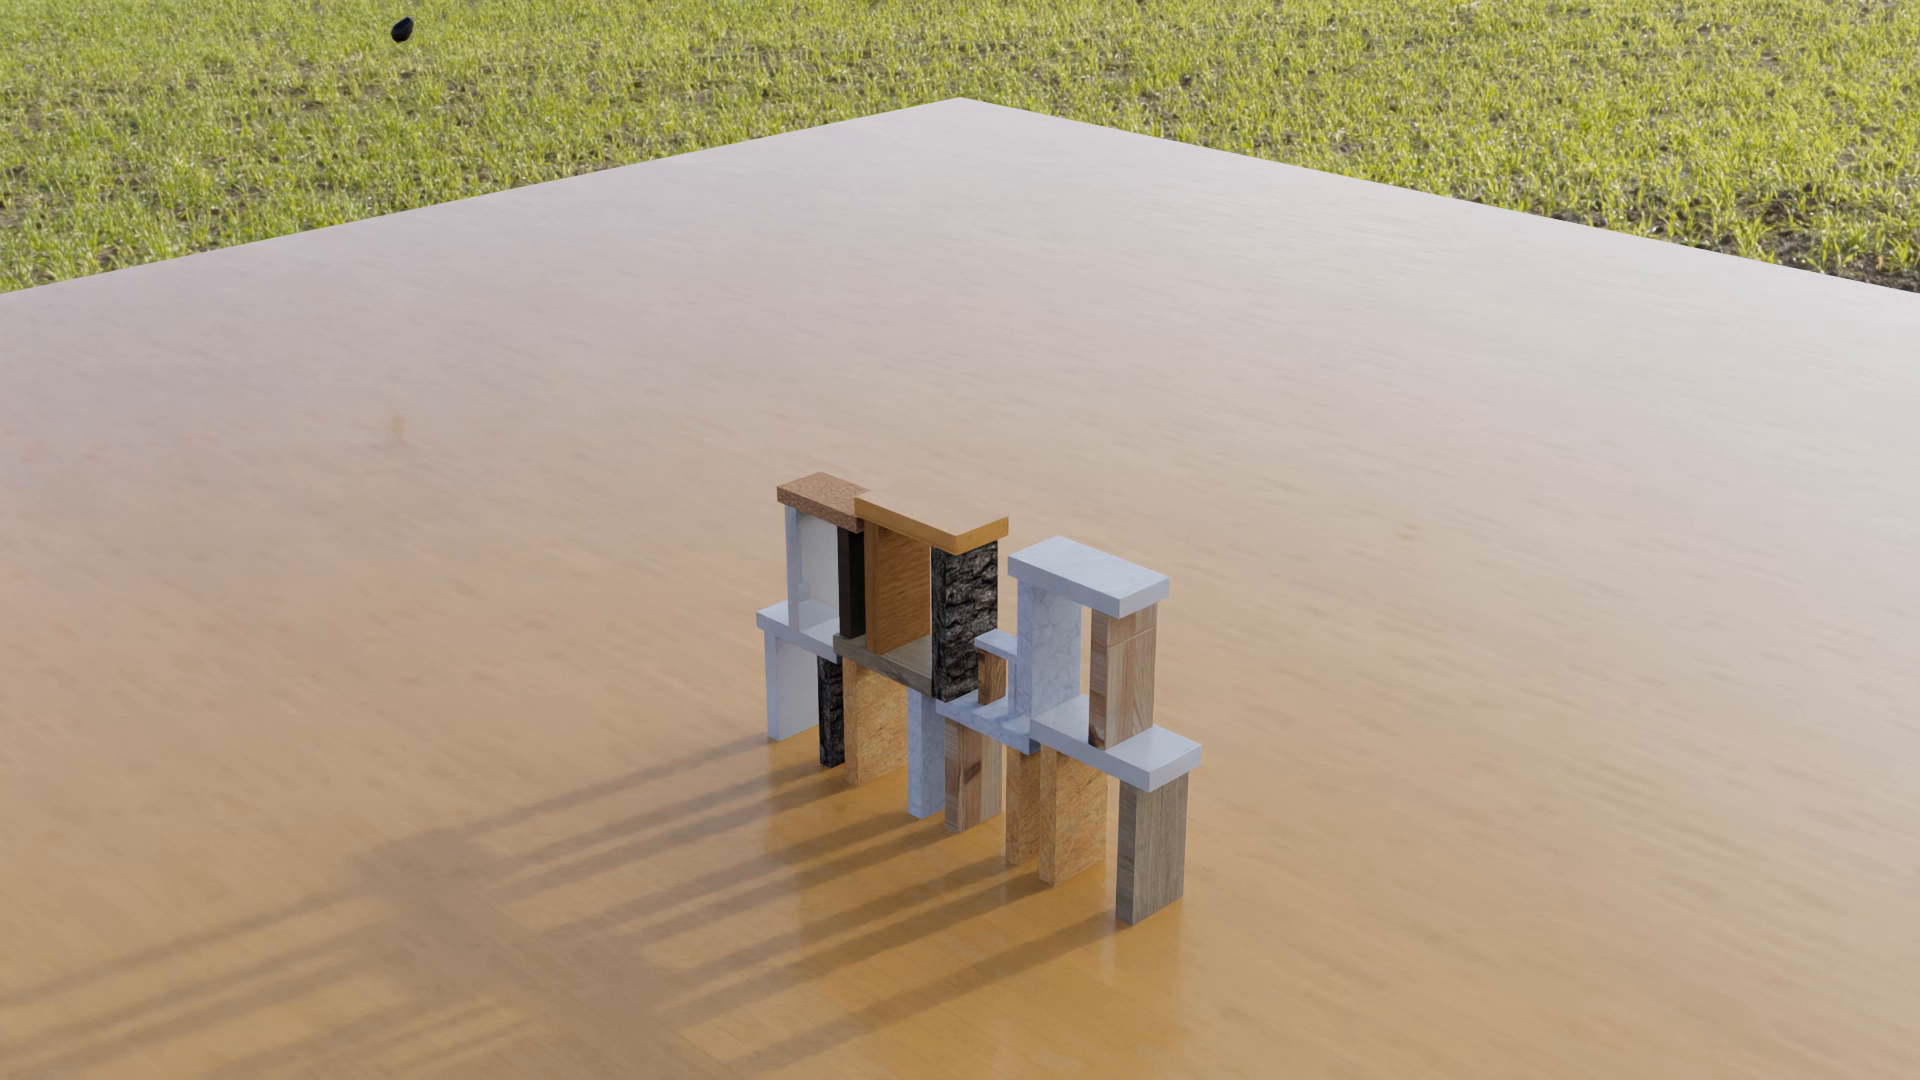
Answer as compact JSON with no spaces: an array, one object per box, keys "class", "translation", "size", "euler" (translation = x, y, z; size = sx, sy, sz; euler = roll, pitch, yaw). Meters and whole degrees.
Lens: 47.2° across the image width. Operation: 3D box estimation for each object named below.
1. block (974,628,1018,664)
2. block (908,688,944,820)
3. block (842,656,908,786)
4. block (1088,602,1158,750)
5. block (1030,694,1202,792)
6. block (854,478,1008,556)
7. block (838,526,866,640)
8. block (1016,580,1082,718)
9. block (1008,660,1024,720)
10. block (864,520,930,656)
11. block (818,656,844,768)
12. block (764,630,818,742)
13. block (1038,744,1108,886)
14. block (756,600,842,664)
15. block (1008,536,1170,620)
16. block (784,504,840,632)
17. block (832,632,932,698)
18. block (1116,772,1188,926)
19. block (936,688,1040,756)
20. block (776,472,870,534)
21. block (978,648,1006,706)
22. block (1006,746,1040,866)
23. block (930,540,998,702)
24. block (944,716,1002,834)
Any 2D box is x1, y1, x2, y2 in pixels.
[{"class":"block","translation":[0.091,0.204,4.215],"size":[0.060,0.017,0.120],"euler":[-21,31,-41]},{"class":"block","translation":[-0.040,0.407,4.436],"size":[0.040,0.285,0.143],"euler":[21,31,41]},{"class":"block","translation":[-0.175,0.354,4.560],"size":[0.040,0.285,0.143],"euler":[21,31,41]},{"class":"block","translation":[0.296,0.234,4.002],"size":[0.039,0.273,0.136],"euler":[21,31,41]},{"class":"block","translation":[0.287,0.373,4.076],"size":[0.293,0.042,0.147],"euler":[21,31,41]},{"class":"block","translation":[-0.057,-0.047,4.263],"size":[0.141,0.040,0.283],"euler":[-21,31,-41]},{"class":"block","translation":[-0.190,0.070,4.455],"size":[0.120,0.239,0.034],"euler":[-21,31,-41]},{"class":"block","translation":[0.168,0.184,4.121],"size":[0.136,0.273,0.039],"euler":[-21,31,-40]},{"class":"block","translation":[0.119,0.278,4.215],"size":[0.060,0.120,0.017],"euler":[-21,31,-40]},{"class":"block","translation":[-0.124,0.075,4.388],"size":[0.141,0.283,0.040],"euler":[-21,31,-41]},{"class":"block","translation":[-0.239,0.342,4.631],"size":[0.036,0.253,0.126],"euler":[21,31,41]},{"class":"block","translation":[-0.358,0.296,4.740],"size":[0.036,0.253,0.126],"euler":[21,31,41]},{"class":"block","translation":[0.218,0.501,4.205],"size":[0.042,0.293,0.147],"euler":[21,31,41]},{"class":"block","translation":[-0.298,0.186,4.629],"size":[0.253,0.036,0.126],"euler":[21,31,41]},{"class":"block","translation":[0.232,0.066,4.001],"size":[0.136,0.039,0.273],"euler":[-21,31,-41]},{"class":"block","translation":[-0.303,0.043,4.566],"size":[0.034,0.276,0.120],"euler":[21,31,41]},{"class":"block","translation":[-0.107,0.231,4.435],"size":[0.143,0.040,0.285],"euler":[-21,31,-41]},{"class":"block","translation":[0.356,0.555,4.078],"size":[0.042,0.293,0.147],"euler":[21,31,41]},{"class":"block","translation":[0.086,0.339,4.271],"size":[0.126,0.036,0.252],"euler":[-21,31,-40]},{"class":"block","translation":[-0.247,-0.078,4.454],"size":[0.239,0.034,0.120],"euler":[21,31,41]},{"class":"block","translation":[0.063,0.256,4.267],"size":[0.060,0.120,0.017],"euler":[-21,31,-40]},{"class":"block","translation":[0.146,0.495,4.272],"size":[0.036,0.252,0.126],"euler":[21,31,41]},{"class":"block","translation":[0.009,0.145,4.273],"size":[0.141,0.321,0.040],"euler":[-21,31,-40]},{"class":"block","translation":[0.027,0.448,4.382],"size":[0.036,0.252,0.126],"euler":[21,31,41]}]
